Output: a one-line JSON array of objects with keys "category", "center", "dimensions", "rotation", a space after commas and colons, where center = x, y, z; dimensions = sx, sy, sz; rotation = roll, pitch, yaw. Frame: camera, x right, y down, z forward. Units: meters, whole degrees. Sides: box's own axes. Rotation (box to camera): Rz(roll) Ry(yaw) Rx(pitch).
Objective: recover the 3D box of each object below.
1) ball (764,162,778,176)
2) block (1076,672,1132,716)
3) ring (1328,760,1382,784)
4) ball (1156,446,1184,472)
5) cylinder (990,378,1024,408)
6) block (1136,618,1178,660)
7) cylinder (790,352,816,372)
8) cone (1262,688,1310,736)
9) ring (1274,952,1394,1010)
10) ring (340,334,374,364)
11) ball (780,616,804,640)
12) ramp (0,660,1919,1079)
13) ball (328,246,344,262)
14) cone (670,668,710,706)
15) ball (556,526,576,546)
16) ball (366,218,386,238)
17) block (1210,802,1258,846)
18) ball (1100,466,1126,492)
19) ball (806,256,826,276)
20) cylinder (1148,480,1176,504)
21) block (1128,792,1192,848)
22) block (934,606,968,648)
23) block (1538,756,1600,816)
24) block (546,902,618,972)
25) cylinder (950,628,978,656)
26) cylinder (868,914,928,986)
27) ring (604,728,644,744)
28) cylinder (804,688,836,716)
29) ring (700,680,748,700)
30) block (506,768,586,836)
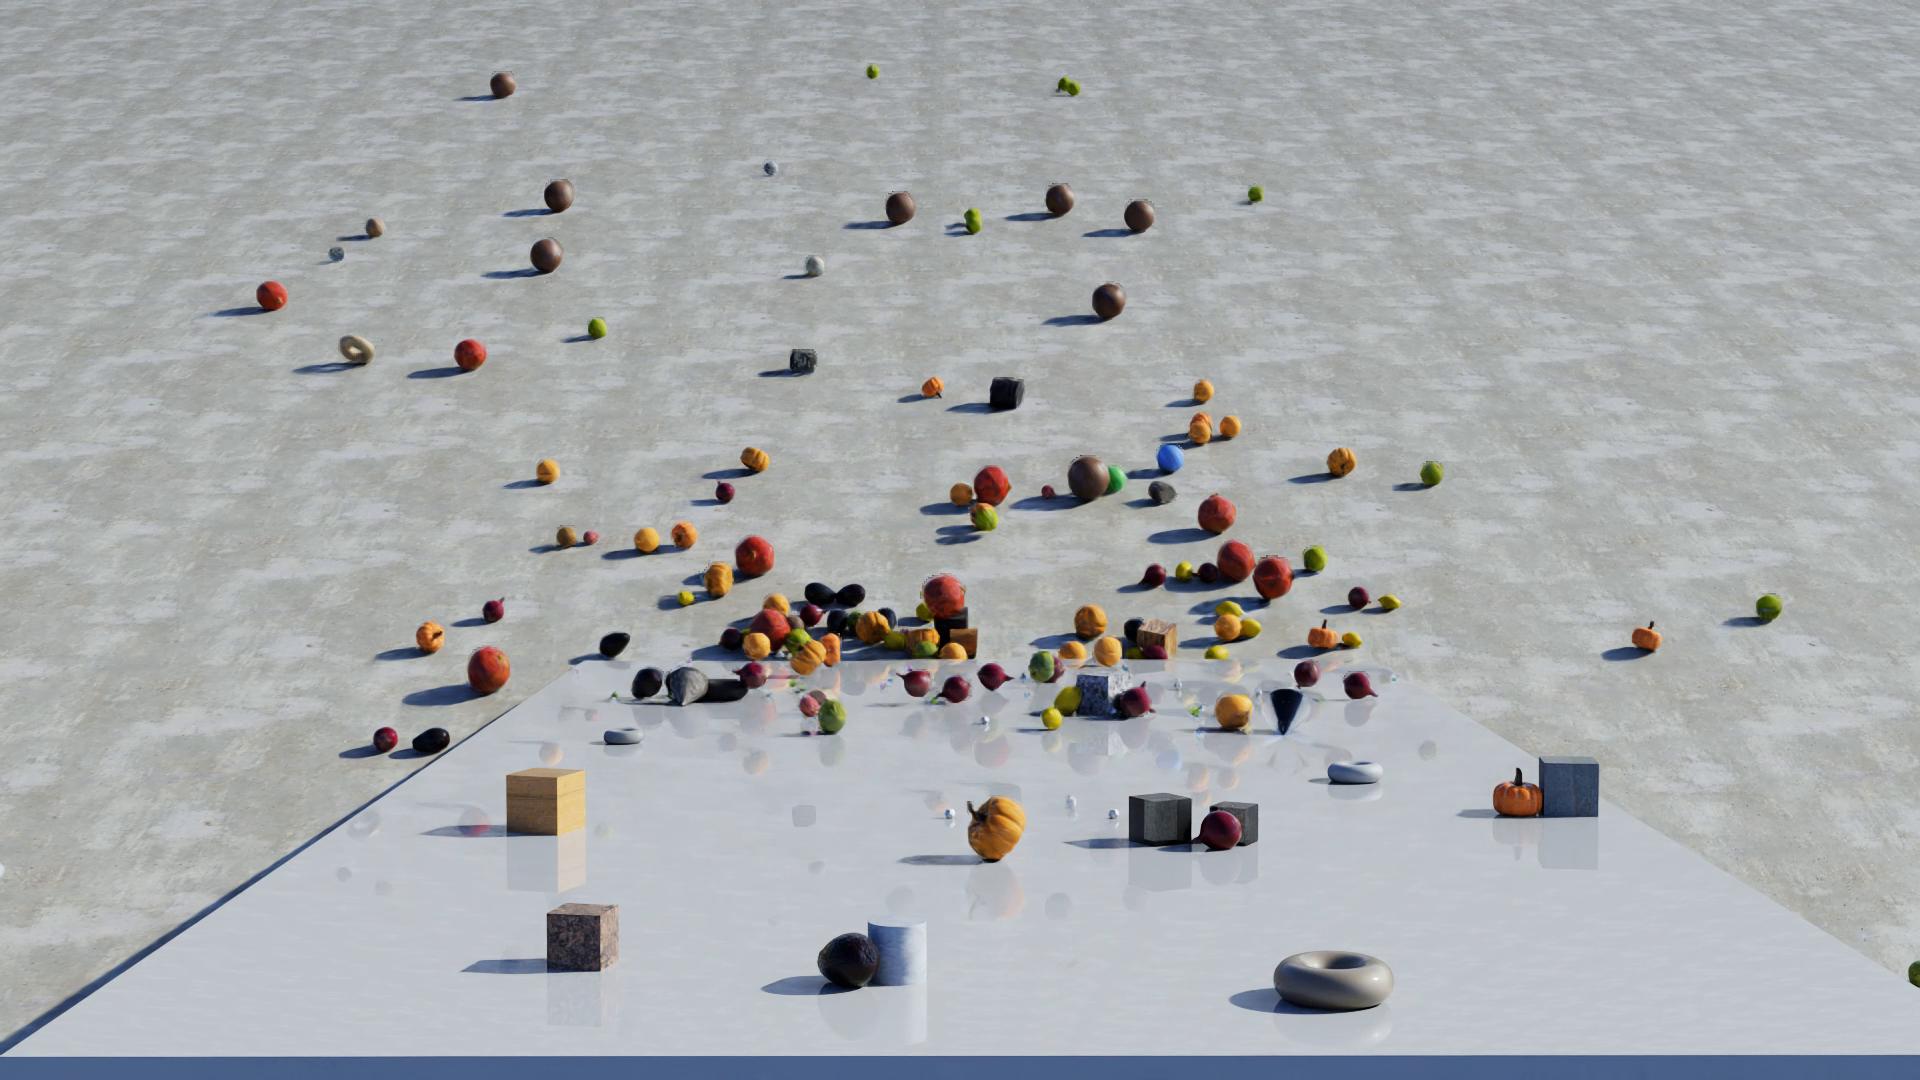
[{"category": "ball", "center": [-0.858, -1.692, 11.704], "dimensions": [0.065, 0.065, 0.065], "rotation": [0, 22, 0]}, {"category": "block", "center": [0.302, 0.321, 5.385], "dimensions": [0.083, 0.083, 0.083], "rotation": [2, 4, 40]}, {"category": "ring", "center": [0.676, 0.397, 4.401], "dimensions": [0.095, 0.032, 0.095], "rotation": [-1, 2, 0]}, {"category": "ball", "center": [0.660, -0.256, 8.073], "dimensions": [0.085, 0.085, 0.085], "rotation": [0, 22, 0]}, {"category": "cylinder", "center": [0.157, -0.496, 8.669], "dimensions": [0.090, 0.090, 0.090], "rotation": [7, 23, 16]}, {"category": "block", "center": [0.519, 0.265, 6.775], "dimensions": [0.080, 0.080, 0.080], "rotation": [11, 24, 26]}, {"category": "cylinder", "center": [-0.551, -0.625, 9.018], "dimensions": [0.072, 0.072, 0.072], "rotation": [4, 22, 11]}, {"category": "cone", "center": [0.638, 0.358, 5.047], "dimensions": [0.096, 0.096, 0.096], "rotation": [3, 30, 8]}, {"category": "ring", "center": [0.403, 0.474, 2.772], "dimensions": [0.130, 0.043, 0.130], "rotation": [-1, 4, 0]}, {"category": "ring", "center": [-2.128, -0.673, 9.079], "dimensions": [0.131, 0.131, 0.044], "rotation": [6, 53, 14]}, {"category": "ball", "center": [-0.448, 0.234, 6.873], "dimensions": [0.065, 0.065, 0.065], "rotation": [0, 22, 0]}, {"category": "ramp", "center": [0.050, 0.456, 4.533], "dimensions": [2.000, 0.100, 4.000], "rotation": [0, 3, 0]}, {"category": "ball", "center": [-2.510, -1.151, 10.350], "dimensions": [0.062, 0.062, 0.062], "rotation": [0, 22, 0]}, {"category": "cone", "center": [-0.593, 0.335, 5.551], "dimensions": [0.088, 0.088, 0.088], "rotation": [2, 30, 5]}, {"category": "ball", "center": [-1.146, -0.009, 7.491], "dimensions": [0.059, 0.059, 0.059], "rotation": [0, 22, 0]}, {"category": "ball", "center": [-2.434, -1.302, 10.702], "dimensions": [0.083, 0.083, 0.083], "rotation": [0, 22, 0]}, {"category": "block", "center": [0.403, 0.417, 3.777], "dimensions": [0.055, 0.055, 0.055], "rotation": [1, 3, 27]}, {"category": "ball", "center": [0.472, -0.188, 7.913], "dimensions": [0.078, 0.078, 0.078], "rotation": [0, 22, 0]}, {"category": "ball", "center": [-0.571, -1.082, 10.159], "dimensions": [0.076, 0.076, 0.076], "rotation": [0, 22, 0]}, {"category": "cylinder", "center": [0.615, -0.146, 7.833], "dimensions": [0.059, 0.059, 0.059], "rotation": [-12, 25, -28]}, {"category": "block", "center": [0.294, 0.411, 3.781], "dimensions": [0.066, 0.066, 0.066], "rotation": [-2, 3, -32]}, {"category": "block", "center": [-0.022, 0.232, 6.849], "dimensions": [0.085, 0.085, 0.085], "rotation": [1, 22, 4]}, {"category": "block", "center": [0.960, 0.388, 4.055], "dimensions": [0.083, 0.083, 0.083], "rotation": [0, 3, 7]}, {"category": "block", "center": [-0.432, 0.455, 2.948], "dimensions": [0.064, 0.064, 0.064], "rotation": [1, 3, 11]}, {"category": "cylinder", "center": [0.010, 0.270, 6.777], "dimensions": [0.070, 0.070, 0.070], "rotation": [2, 22, 4]}, {"category": "cylinder", "center": [-0.070, 0.458, 2.870], "dimensions": [0.066, 0.066, 0.066], "rotation": [0, 3, 0]}, {"category": "ring", "center": [-0.643, 0.375, 4.912], "dimensions": [0.077, 0.026, 0.077], "rotation": [-1, 3, 0]}, {"category": "cylinder", "center": [-0.291, 0.338, 5.372], "dimensions": [0.052, 0.052, 0.052], "rotation": [7, 5, 17]}, {"category": "ring", "center": [-0.528, 0.329, 5.652], "dimensions": [0.122, 0.041, 0.122], "rotation": [0, 2, 0]}, {"category": "block", "center": [-0.627, 0.395, 3.895], "dimensions": [0.087, 0.087, 0.087], "rotation": [1, 3, 20]}]
